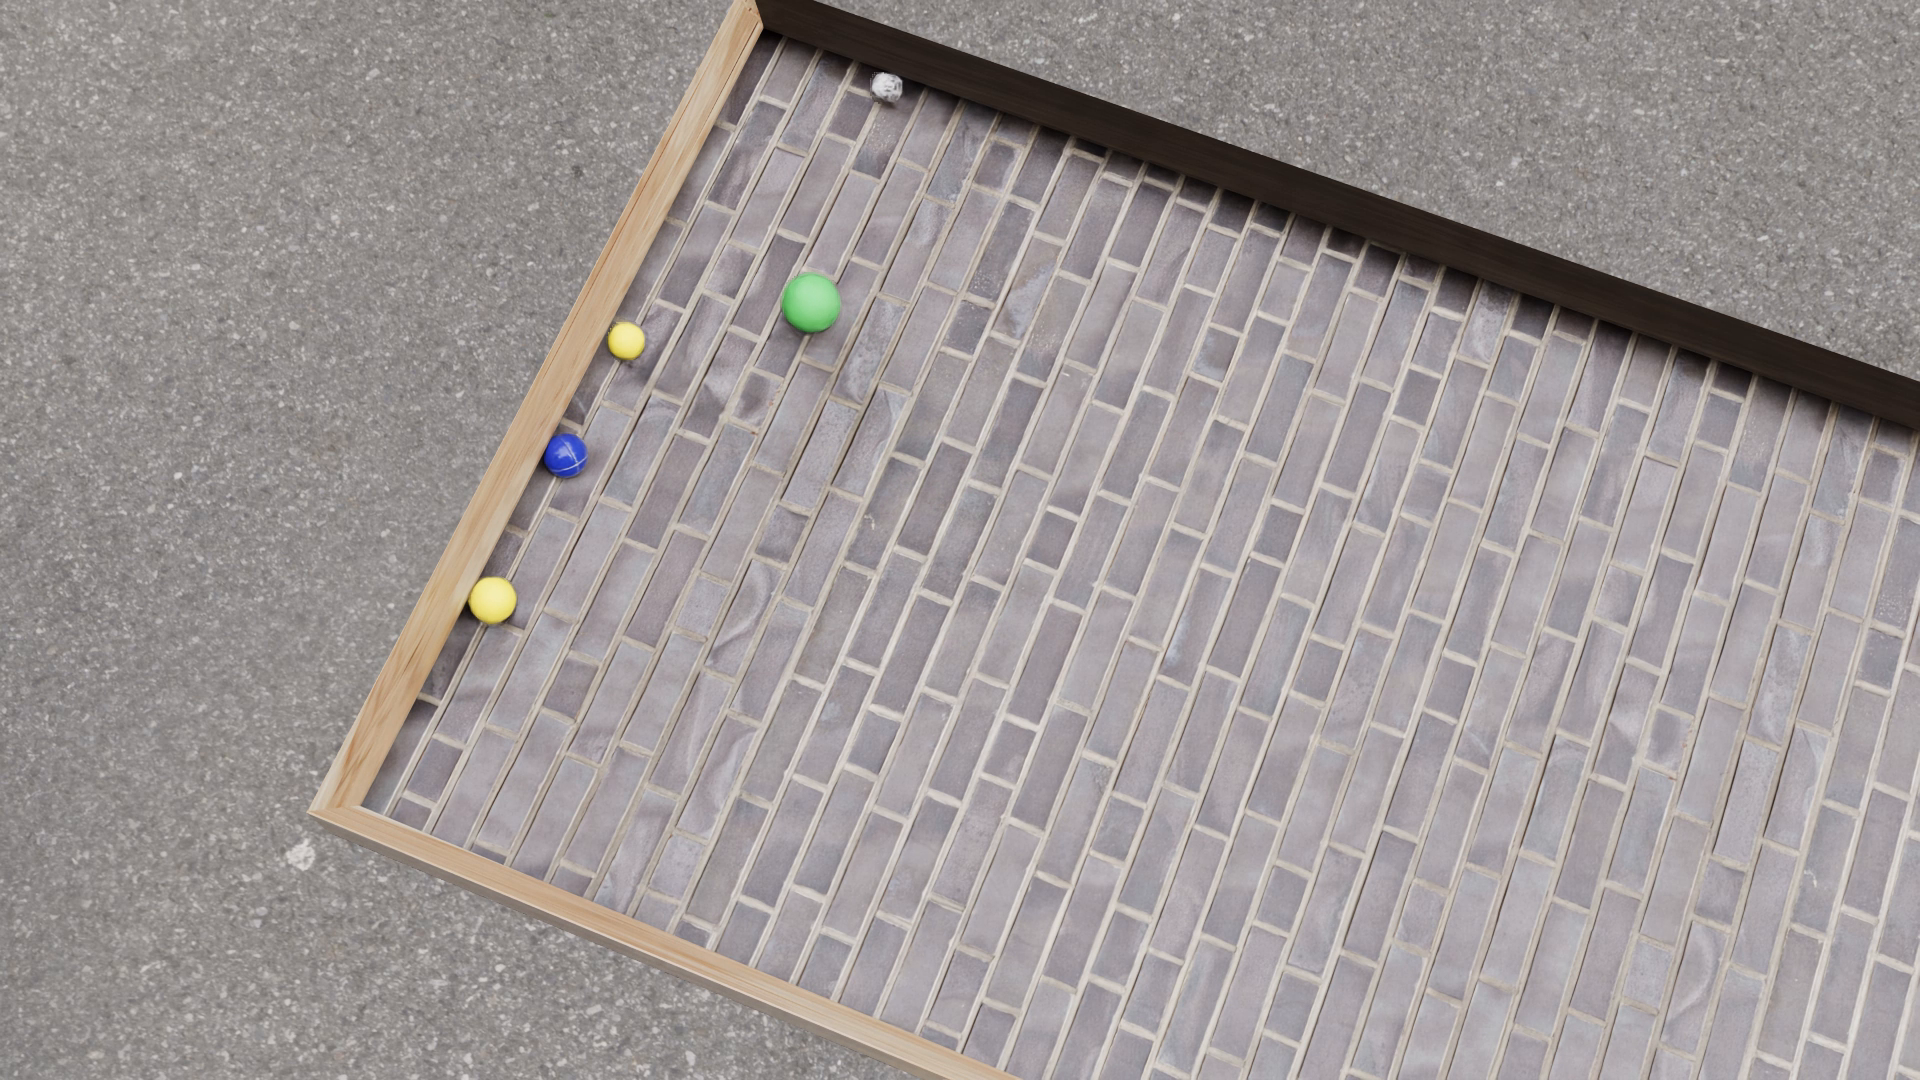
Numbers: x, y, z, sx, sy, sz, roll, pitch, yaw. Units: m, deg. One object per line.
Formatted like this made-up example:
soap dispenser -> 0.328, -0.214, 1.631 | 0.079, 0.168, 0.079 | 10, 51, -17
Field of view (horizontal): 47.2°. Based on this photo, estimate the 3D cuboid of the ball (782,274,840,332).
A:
ball -> -0.243, -0.388, 3.611 | 0.095, 0.095, 0.095 | 0, 69, 0

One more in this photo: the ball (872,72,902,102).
ball -> -0.125, -0.780, 3.787 | 0.054, 0.054, 0.054 | 0, 69, 0

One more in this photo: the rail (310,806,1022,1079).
rail -> 0.373, 0.900, 3.090 | 2.853, 0.124, 0.045 | 21, 70, 8

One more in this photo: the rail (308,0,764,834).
rail -> -0.639, -0.251, 3.541 | 0.045, 0.124, 1.578 | 21, 70, 8

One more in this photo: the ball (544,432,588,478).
ball -> -0.631, -0.136, 3.526 | 0.071, 0.071, 0.071 | 0, 69, 0

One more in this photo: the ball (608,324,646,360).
ball -> -0.547, -0.325, 3.605 | 0.061, 0.061, 0.061 | 0, 69, 0

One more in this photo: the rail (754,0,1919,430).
rail -> 0.949, -0.420, 3.608 | 2.853, 0.124, 0.045 | 21, 70, 8

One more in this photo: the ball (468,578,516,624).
ball -> -0.730, 0.094, 3.435 | 0.072, 0.072, 0.072 | 0, 69, 0
